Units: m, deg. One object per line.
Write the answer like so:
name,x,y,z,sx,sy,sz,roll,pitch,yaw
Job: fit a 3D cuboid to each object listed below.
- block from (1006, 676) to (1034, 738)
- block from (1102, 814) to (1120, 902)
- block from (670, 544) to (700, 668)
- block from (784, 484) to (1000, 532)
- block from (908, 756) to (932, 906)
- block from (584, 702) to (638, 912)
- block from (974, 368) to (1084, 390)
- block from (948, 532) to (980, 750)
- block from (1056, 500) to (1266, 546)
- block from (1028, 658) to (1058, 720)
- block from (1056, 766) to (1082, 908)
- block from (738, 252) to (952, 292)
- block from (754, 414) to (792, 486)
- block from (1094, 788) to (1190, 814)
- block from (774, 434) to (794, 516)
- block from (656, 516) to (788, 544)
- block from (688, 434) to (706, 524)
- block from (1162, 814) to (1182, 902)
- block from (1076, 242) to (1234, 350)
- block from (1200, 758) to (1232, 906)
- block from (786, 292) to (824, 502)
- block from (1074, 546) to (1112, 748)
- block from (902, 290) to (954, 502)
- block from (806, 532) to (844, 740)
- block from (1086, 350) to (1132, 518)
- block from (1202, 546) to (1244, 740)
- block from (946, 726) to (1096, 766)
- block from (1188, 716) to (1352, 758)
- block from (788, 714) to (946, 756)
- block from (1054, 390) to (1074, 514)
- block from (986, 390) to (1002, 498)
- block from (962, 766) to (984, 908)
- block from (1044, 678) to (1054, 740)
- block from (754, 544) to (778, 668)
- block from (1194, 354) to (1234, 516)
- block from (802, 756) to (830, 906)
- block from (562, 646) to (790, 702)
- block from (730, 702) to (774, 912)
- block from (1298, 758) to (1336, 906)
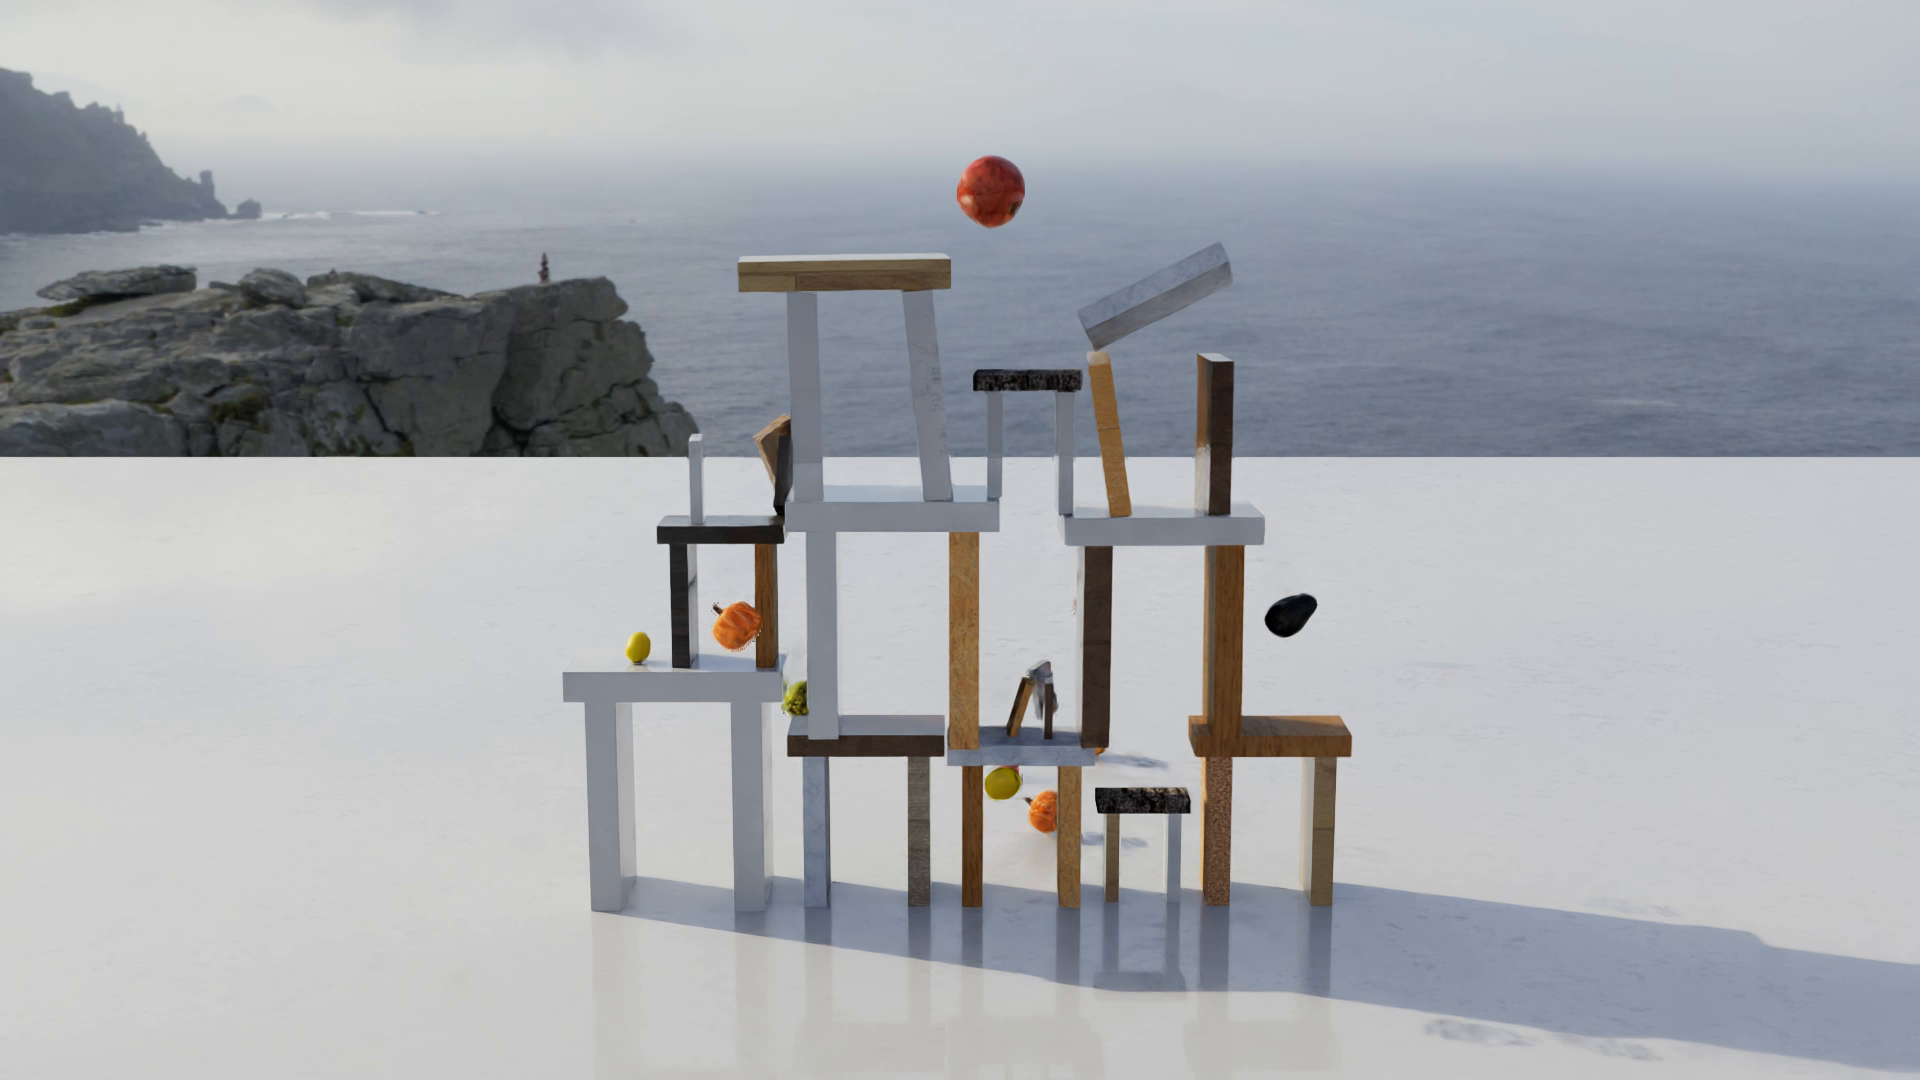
block,0.097,0.275,3.610,0.013,0.093,0.046,16,8,-9
block,0.251,0.516,3.651,0.022,0.152,0.076,0,11,0
block,-0.448,0.097,3.574,0.029,0.203,0.101,0,11,2
block,-0.107,-0.052,3.546,0.338,0.048,0.169,0,11,0
block,-0.067,0.465,3.647,0.036,0.255,0.127,0,11,0
block,-0.577,0.417,3.641,0.050,0.351,0.176,0,11,0
block,0.110,-0.255,3.508,0.170,0.024,0.085,0,11,6
block,0.006,0.147,3.582,0.048,0.355,0.169,0,11,0
block,0.320,-0.028,3.549,0.318,0.045,0.159,0,11,-2
block,0.140,0.252,3.703,0.013,0.093,0.046,5,24,40
block,0.180,0.473,3.643,0.034,0.240,0.120,0,11,0
block,-0.184,-0.424,3.480,0.329,0.047,0.165,-1,11,-4
block,-0.300,-0.140,3.732,0.068,0.136,0.019,-39,45,-22
block,0.302,0.431,3.636,0.152,0.022,0.076,0,11,0
block,-0.288,-0.098,3.638,0.019,0.136,0.068,-3,-31,7
block,-0.382,-0.017,3.554,0.202,0.029,0.101,0,11,0
block,-0.423,-0.098,3.537,0.019,0.136,0.068,-1,12,-3
block,0.352,0.516,3.651,0.022,0.152,0.076,0,11,0
block,0.309,-0.382,3.458,0.245,0.035,0.122,-26,-14,4
block,0.424,0.465,3.651,0.036,0.253,0.126,0,11,0
block,-0.247,-0.238,3.516,0.047,0.329,0.165,-2,11,-3
block,0.217,0.157,3.587,0.045,0.332,0.159,0,11,-1
block,-0.052,-0.240,3.518,0.047,0.329,0.165,-6,11,-1
block,-0.220,0.138,3.582,0.048,0.338,0.169,0,11,0
block,0.237,-0.170,3.495,0.035,0.245,0.122,-8,14,4
block,0.429,0.150,3.587,0.045,0.318,0.159,0,11,0
block,0.099,0.338,3.614,0.240,0.034,0.120,0,11,0
block,0.508,0.323,3.623,0.253,0.036,0.126,0,11,1
block,-0.152,0.322,3.620,0.255,0.036,0.127,0,11,0
block,0.166,-0.145,3.514,0.024,0.196,0.085,-1,12,-2
block,0.055,-0.160,3.532,0.024,0.170,0.085,0,11,0
block,0.020,0.473,3.643,0.034,0.240,0.120,0,11,0
block,0.145,0.276,3.605,0.013,0.093,0.046,1,11,0
block,-0.314,0.097,3.574,0.029,0.202,0.101,0,11,0
block,0.407,-0.171,3.526,0.035,0.245,0.122,-1,11,-5
block,-0.237,0.465,3.646,0.036,0.255,0.127,0,11,0
block,-0.460,0.220,3.604,0.351,0.050,0.175,0,11,0
block,-0.343,0.417,3.641,0.050,0.351,0.176,0,11,0
block,0.593,0.465,3.650,0.036,0.253,0.126,0,11,0
